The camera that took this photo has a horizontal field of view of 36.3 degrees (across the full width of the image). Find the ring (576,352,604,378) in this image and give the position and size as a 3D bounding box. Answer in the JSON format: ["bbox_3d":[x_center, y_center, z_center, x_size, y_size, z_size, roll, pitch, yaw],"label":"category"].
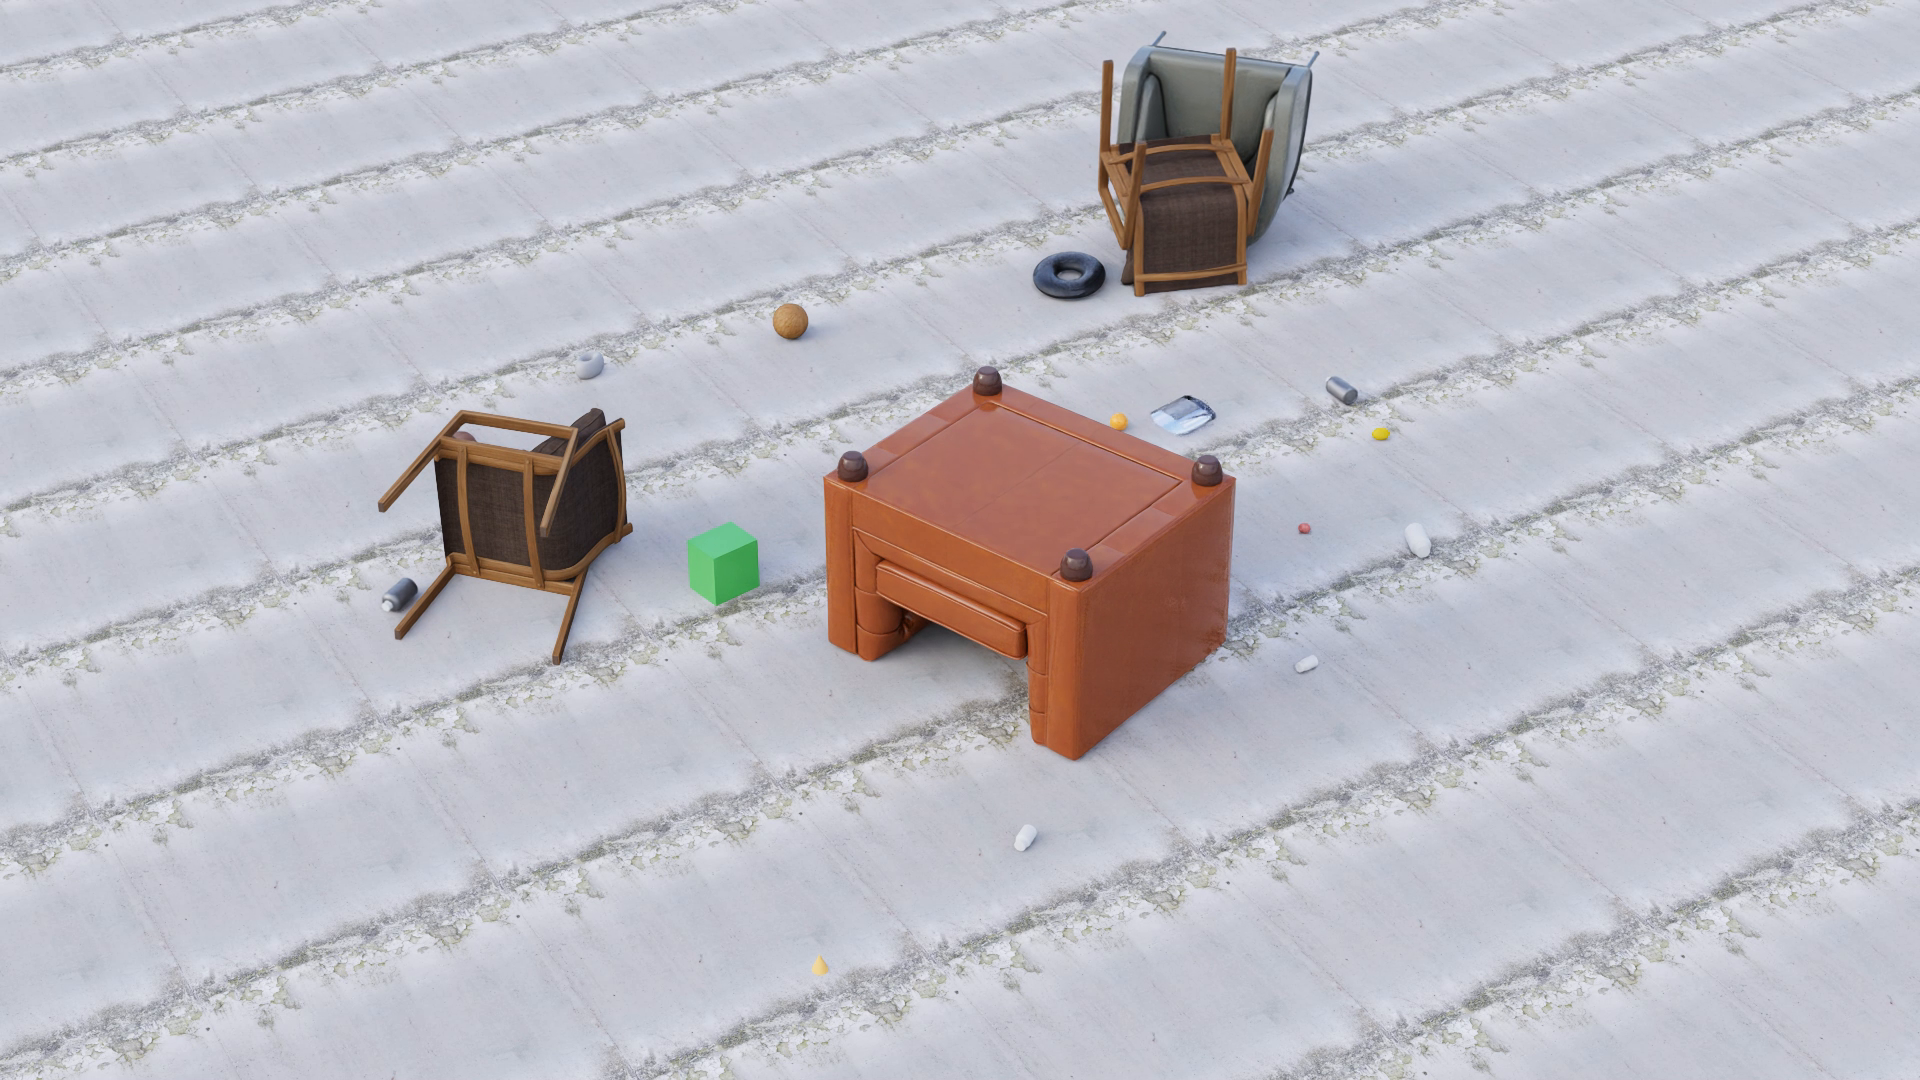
[{"bbox_3d":[-1.511,-0.713,11.957,0.094,0.078,0.150,16,35,27],"label":"ring"}]

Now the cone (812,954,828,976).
[{"bbox_3d":[-0.427,1.285,8.938,0.051,0.062,0.057,-11,35,-17],"label":"cone"}]

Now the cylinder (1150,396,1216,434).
[{"bbox_3d":[0.886,-0.495,11.630,0.176,0.072,0.192,-26,41,-34],"label":"cylinder"}]

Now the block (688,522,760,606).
[{"bbox_3d":[-0.858,0.085,10.629,0.197,0.204,0.160,-25,41,-33],"label":"block"}]

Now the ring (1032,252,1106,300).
[{"bbox_3d":[0.470,-1.139,12.614,0.314,0.066,0.389,4,34,7],"label":"ring"}]

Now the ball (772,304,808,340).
[{"bbox_3d":[-0.705,-0.910,12.189,0.150,0.150,0.150,0,33,0],"label":"ball"}]
